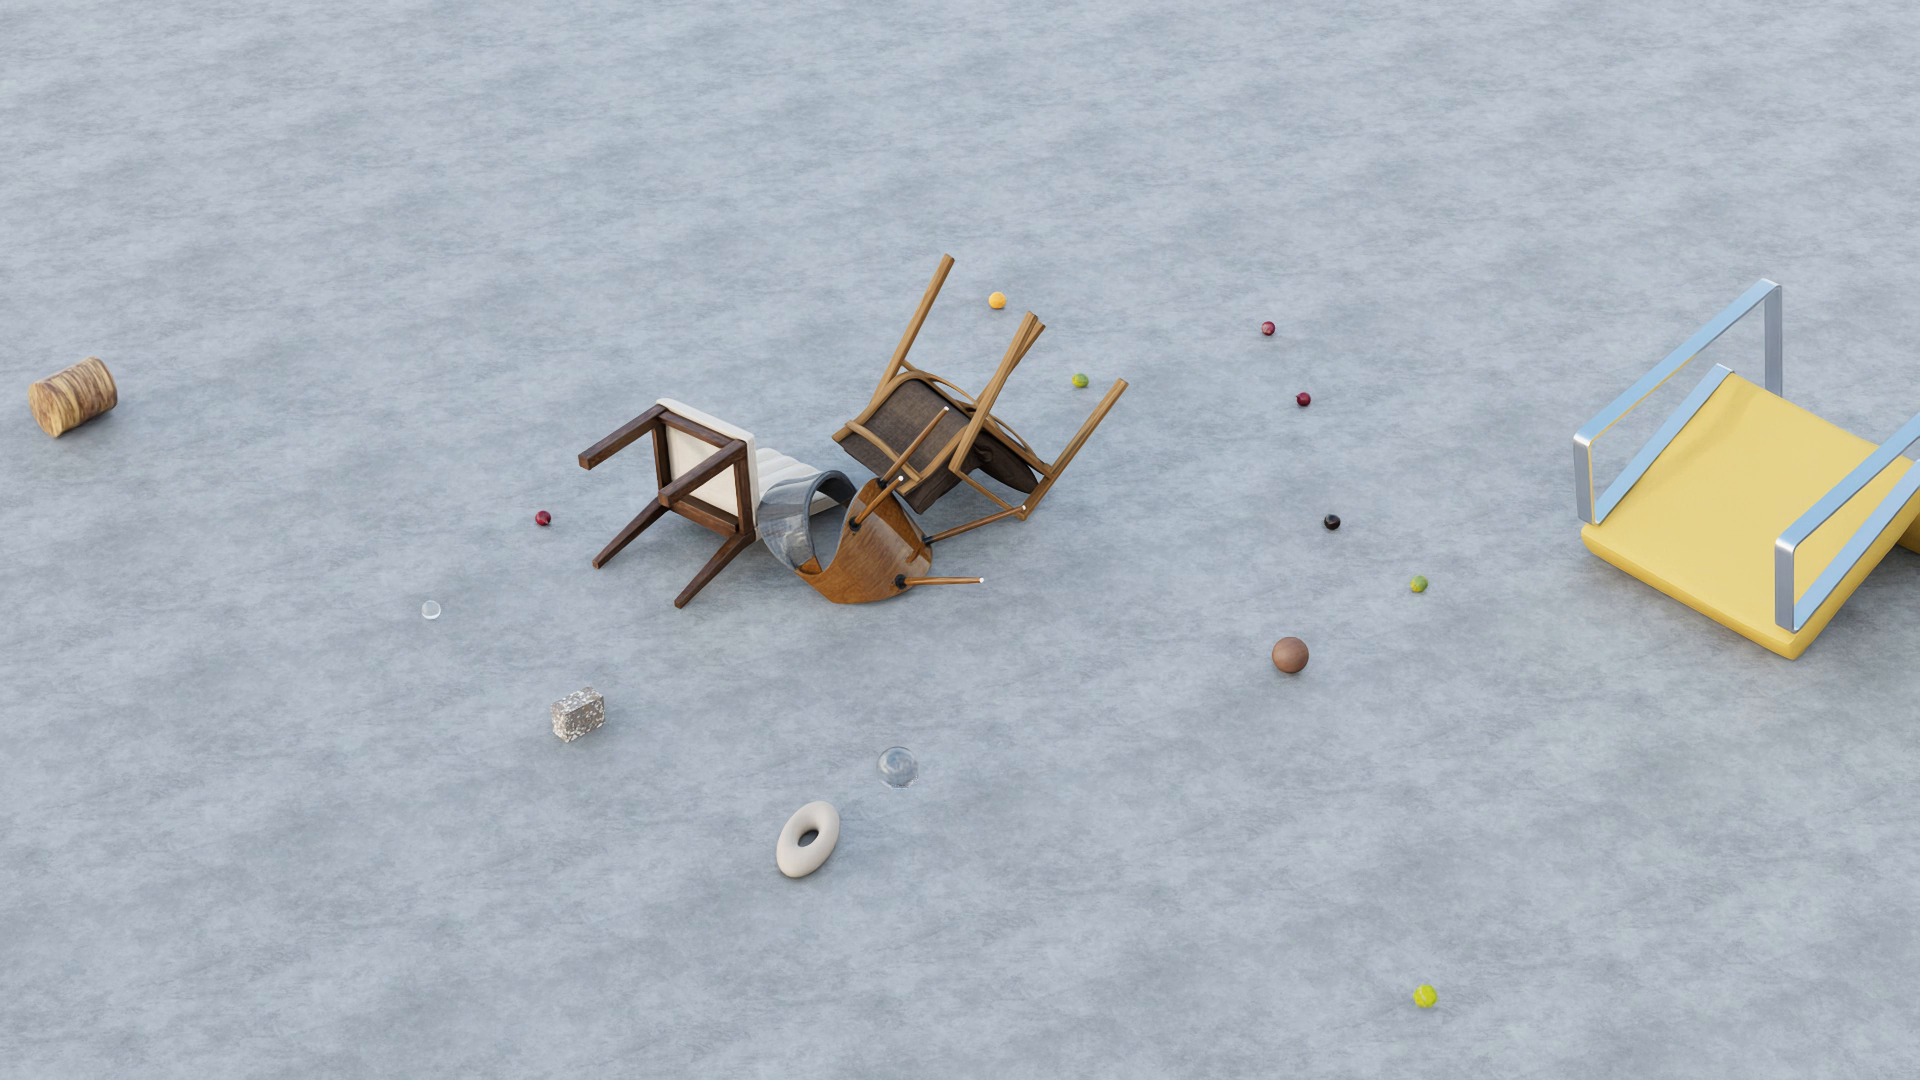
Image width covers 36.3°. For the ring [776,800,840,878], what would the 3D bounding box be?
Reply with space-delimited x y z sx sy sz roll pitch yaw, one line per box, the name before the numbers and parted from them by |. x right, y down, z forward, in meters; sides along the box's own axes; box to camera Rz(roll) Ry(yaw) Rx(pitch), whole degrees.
ring | -0.487 0.959 9.418 0.180 0.079 0.360 8 35 13

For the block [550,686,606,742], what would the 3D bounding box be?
block | -1.294 0.590 9.943 0.160 0.117 0.081 -26 42 -34

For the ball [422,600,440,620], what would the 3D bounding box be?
ball | -1.895 0.250 10.502 0.069 0.069 0.069 0 33 0

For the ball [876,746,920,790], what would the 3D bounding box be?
ball | -0.205 0.752 9.672 0.144 0.144 0.144 0 33 0

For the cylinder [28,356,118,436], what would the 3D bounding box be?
cylinder | -3.506 -0.568 11.592 0.202 0.237 0.270 27 42 28
